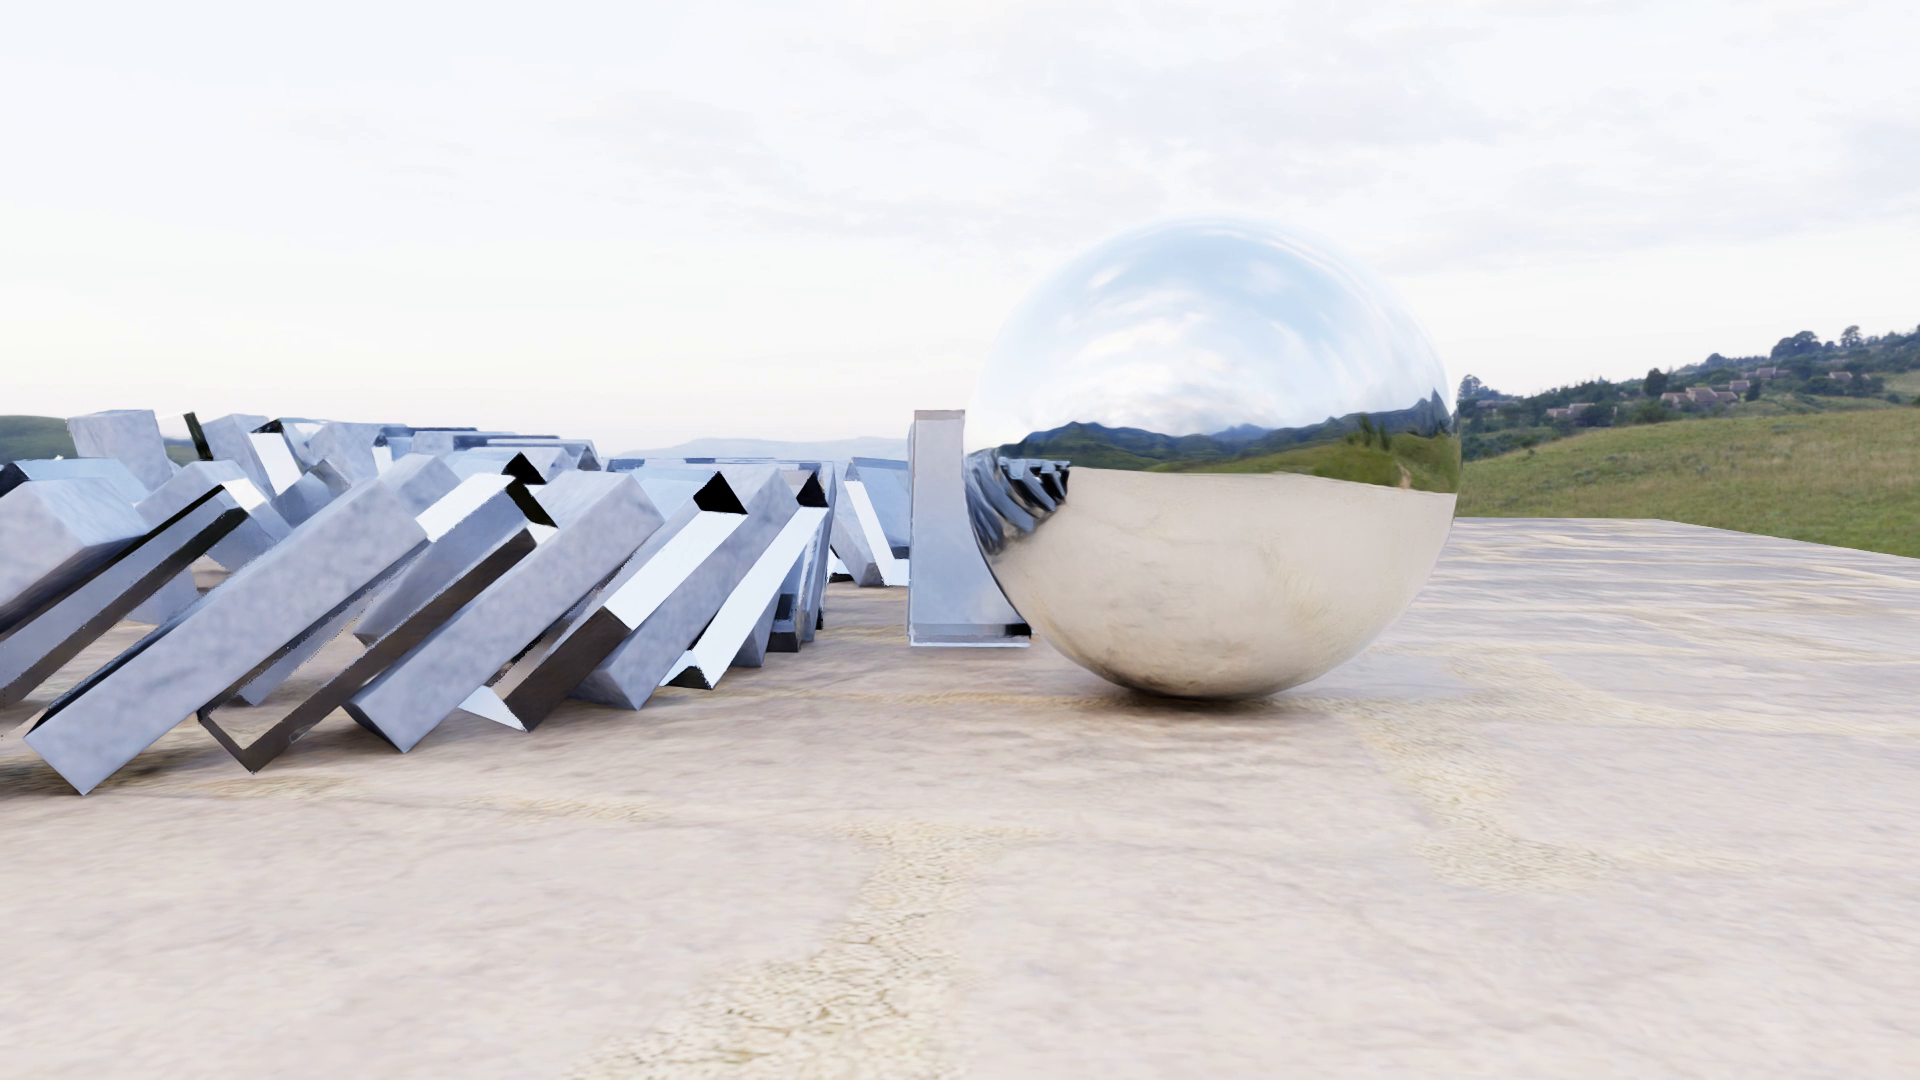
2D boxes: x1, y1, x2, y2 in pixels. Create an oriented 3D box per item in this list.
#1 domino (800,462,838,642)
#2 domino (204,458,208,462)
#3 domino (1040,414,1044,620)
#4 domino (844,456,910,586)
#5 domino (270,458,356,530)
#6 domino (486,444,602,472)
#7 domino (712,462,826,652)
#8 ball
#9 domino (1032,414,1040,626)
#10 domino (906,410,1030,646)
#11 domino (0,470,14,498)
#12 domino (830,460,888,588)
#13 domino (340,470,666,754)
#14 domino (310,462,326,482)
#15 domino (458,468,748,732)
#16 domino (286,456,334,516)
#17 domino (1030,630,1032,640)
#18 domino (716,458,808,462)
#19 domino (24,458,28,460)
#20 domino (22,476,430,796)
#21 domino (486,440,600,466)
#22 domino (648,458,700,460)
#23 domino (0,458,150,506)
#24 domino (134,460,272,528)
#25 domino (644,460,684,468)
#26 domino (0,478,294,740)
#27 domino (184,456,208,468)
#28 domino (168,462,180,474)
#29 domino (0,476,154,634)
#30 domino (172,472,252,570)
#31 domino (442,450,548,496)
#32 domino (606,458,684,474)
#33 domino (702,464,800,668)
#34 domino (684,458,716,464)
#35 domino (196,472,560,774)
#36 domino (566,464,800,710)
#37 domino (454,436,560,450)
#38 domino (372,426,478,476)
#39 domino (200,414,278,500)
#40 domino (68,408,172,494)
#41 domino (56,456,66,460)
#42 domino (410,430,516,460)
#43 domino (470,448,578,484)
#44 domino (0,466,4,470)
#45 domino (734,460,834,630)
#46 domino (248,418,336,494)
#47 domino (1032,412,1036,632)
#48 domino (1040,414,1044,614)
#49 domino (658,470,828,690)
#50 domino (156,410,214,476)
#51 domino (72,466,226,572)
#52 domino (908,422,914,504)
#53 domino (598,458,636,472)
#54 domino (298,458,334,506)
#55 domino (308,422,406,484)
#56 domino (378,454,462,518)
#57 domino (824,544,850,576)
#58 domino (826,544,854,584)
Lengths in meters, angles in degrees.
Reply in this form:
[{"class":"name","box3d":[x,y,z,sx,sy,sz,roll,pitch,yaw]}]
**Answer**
[{"class":"domino","box3d":[-0.043,0.002,0.293,0.025,0.010,0.050,0,42,2]},{"class":"domino","box3d":[-0.235,-0.009,0.441,0.050,0.010,0.025,37,-7,-16]},{"class":"domino","box3d":[0.008,-0.006,0.314,0.025,0.050,0.009,0,-18,3]},{"class":"domino","box3d":[-0.016,-0.006,0.390,0.025,0.010,0.050,3,38,-25]},{"class":"domino","box3d":[-0.127,0.006,0.222,0.050,0.009,0.025,-45,20,-16]},{"class":"domino","box3d":[-0.100,0.000,0.282,0.025,0.050,0.010,1,-40,12]},{"class":"domino","box3d":[-0.045,0.003,0.277,0.025,0.010,0.050,0,42,2]},{"class":"ball","box3d":[0.040,-0.013,0.212,0.080,0.080,0.080,0,4,0]},{"class":"domino","box3d":[0.006,-0.005,0.304,0.025,0.050,0.009,0,-18,3]},{"class":"domino","box3d":[0.002,-0.003,0.273,0.025,0.050,0.010,0,-18,3]},{"class":"domino","box3d":[-0.175,0.008,0.202,0.050,0.009,0.025,-40,-5,15]},{"class":"domino","box3d":[-0.030,-0.006,0.400,0.025,0.009,0.050,-3,41,-36]},{"class":"domino","box3d":[-0.071,0.009,0.195,0.025,0.010,0.050,6,45,50]},{"class":"domino","box3d":[-0.203,-0.010,0.451,0.050,0.009,0.025,36,-2,-9]},{"class":"domino","box3d":[-0.060,0.008,0.208,0.025,0.010,0.050,5,44,45]},{"class":"domino","box3d":[-0.193,-0.006,0.395,0.050,0.009,0.025,38,-1,-7]},{"class":"domino","box3d":[0.003,-0.004,0.284,0.025,0.050,0.009,0,-18,3]},{"class":"domino","box3d":[-0.049,-0.001,0.326,0.025,0.010,0.050,0,43,-11]},{"class":"domino","box3d":[-0.278,-0.007,0.412,0.050,0.010,0.025,42,-21,-31]},{"class":"domino","box3d":[-0.097,0.011,0.173,0.050,0.009,0.025,-42,21,-19]},{"class":"domino","box3d":[-0.102,-0.002,0.299,0.025,0.050,0.009,0,-37,1]},{"class":"domino","box3d":[-0.086,-0.009,0.441,0.050,0.009,0.025,43,25,24]},{"class":"domino","box3d":[-0.158,0.007,0.205,0.050,0.010,0.025,-41,4,2]},{"class":"domino","box3d":[-0.141,0.007,0.213,0.050,0.009,0.025,-42,14,-9]},{"class":"domino","box3d":[-0.069,-0.003,0.355,0.025,0.010,0.050,-3,43,-31]},{"class":"domino","box3d":[-0.111,0.011,0.164,0.050,0.010,0.025,-40,18,-15]},{"class":"domino","box3d":[-0.209,-0.006,0.389,0.050,0.010,0.025,39,-6,-13]},{"class":"domino","box3d":[-0.251,-0.009,0.433,0.050,0.009,0.025,38,-11,-21]},{"class":"domino","box3d":[-0.127,0.012,0.156,0.050,0.009,0.025,-39,13,-10]},{"class":"domino","box3d":[-0.224,-0.006,0.382,0.050,0.009,0.025,40,-11,-19]},{"class":"domino","box3d":[-0.105,0.003,0.249,0.025,0.010,0.050,3,49,39]},{"class":"domino","box3d":[-0.081,-0.004,0.367,0.025,0.010,0.050,-3,43,-39]},{"class":"domino","box3d":[-0.049,0.004,0.261,0.025,0.010,0.050,0,42,6]},{"class":"domino","box3d":[-0.058,-0.002,0.341,0.025,0.009,0.050,-2,43,-21]},{"class":"domino","box3d":[-0.083,0.010,0.183,0.050,0.009,0.025,-44,25,-23]},{"class":"domino","box3d":[-0.052,0.006,0.224,0.025,0.010,0.050,3,44,34]},{"class":"domino","box3d":[-0.110,-0.003,0.314,0.025,0.050,0.009,-1,-35,-19]},{"class":"domino","box3d":[-0.134,-0.006,0.336,0.025,0.050,0.009,-4,-27,-45]},{"class":"domino","box3d":[-0.180,-0.008,0.336,0.010,0.050,0.025,-22,7,-7]},{"class":"domino","box3d":[-0.201,-0.006,0.314,0.025,0.050,0.010,3,17,36]},{"class":"domino","box3d":[-0.237,-0.005,0.368,0.050,0.009,0.025,44,-23,-31]},{"class":"domino","box3d":[-0.122,-0.005,0.326,0.025,0.050,0.009,-3,-31,-35]},{"class":"domino","box3d":[-0.102,0.002,0.266,0.025,0.009,0.050,2,49,22]},{"class":"domino","box3d":[-0.248,-0.003,0.354,0.025,0.009,0.050,4,-32,44]},{"class":"domino","box3d":[-0.044,0.000,0.309,0.025,0.009,0.050,0,42,-1]},{"class":"domino","box3d":[-0.166,-0.008,0.340,0.009,0.050,0.025,-25,2,6]},{"class":"domino","box3d":[0.005,-0.004,0.294,0.025,0.050,0.009,0,-18,3]},{"class":"domino","box3d":[0.009,-0.007,0.324,0.025,0.050,0.009,0,-18,3]},{"class":"domino","box3d":[-0.047,0.006,0.241,0.025,0.010,0.050,2,41,24]},{"class":"domino","box3d":[-0.192,-0.007,0.326,0.010,0.050,0.025,-26,20,-37]},{"class":"domino","box3d":[-0.265,-0.008,0.423,0.050,0.010,0.025,39,-16,-25]},{"class":"domino","box3d":[-0.002,-0.010,0.371,0.025,0.050,0.010,2,-27,-9]},{"class":"domino","box3d":[-0.094,-0.005,0.379,0.025,0.010,0.050,-4,44,-45]},{"class":"domino","box3d":[-0.176,-0.006,0.398,0.050,0.010,0.025,38,4,-2]},{"class":"domino","box3d":[-0.150,-0.007,0.340,0.009,0.050,0.025,-30,-8,21]},{"class":"domino","box3d":[-0.114,0.005,0.233,0.050,0.010,0.025,-49,28,-22]},{"class":"domino","box3d":[-0.057,-0.008,0.422,0.025,0.009,0.050,-5,43,-48]},{"class":"domino","box3d":[-0.043,-0.007,0.412,0.025,0.010,0.050,-4,42,-43]}]
